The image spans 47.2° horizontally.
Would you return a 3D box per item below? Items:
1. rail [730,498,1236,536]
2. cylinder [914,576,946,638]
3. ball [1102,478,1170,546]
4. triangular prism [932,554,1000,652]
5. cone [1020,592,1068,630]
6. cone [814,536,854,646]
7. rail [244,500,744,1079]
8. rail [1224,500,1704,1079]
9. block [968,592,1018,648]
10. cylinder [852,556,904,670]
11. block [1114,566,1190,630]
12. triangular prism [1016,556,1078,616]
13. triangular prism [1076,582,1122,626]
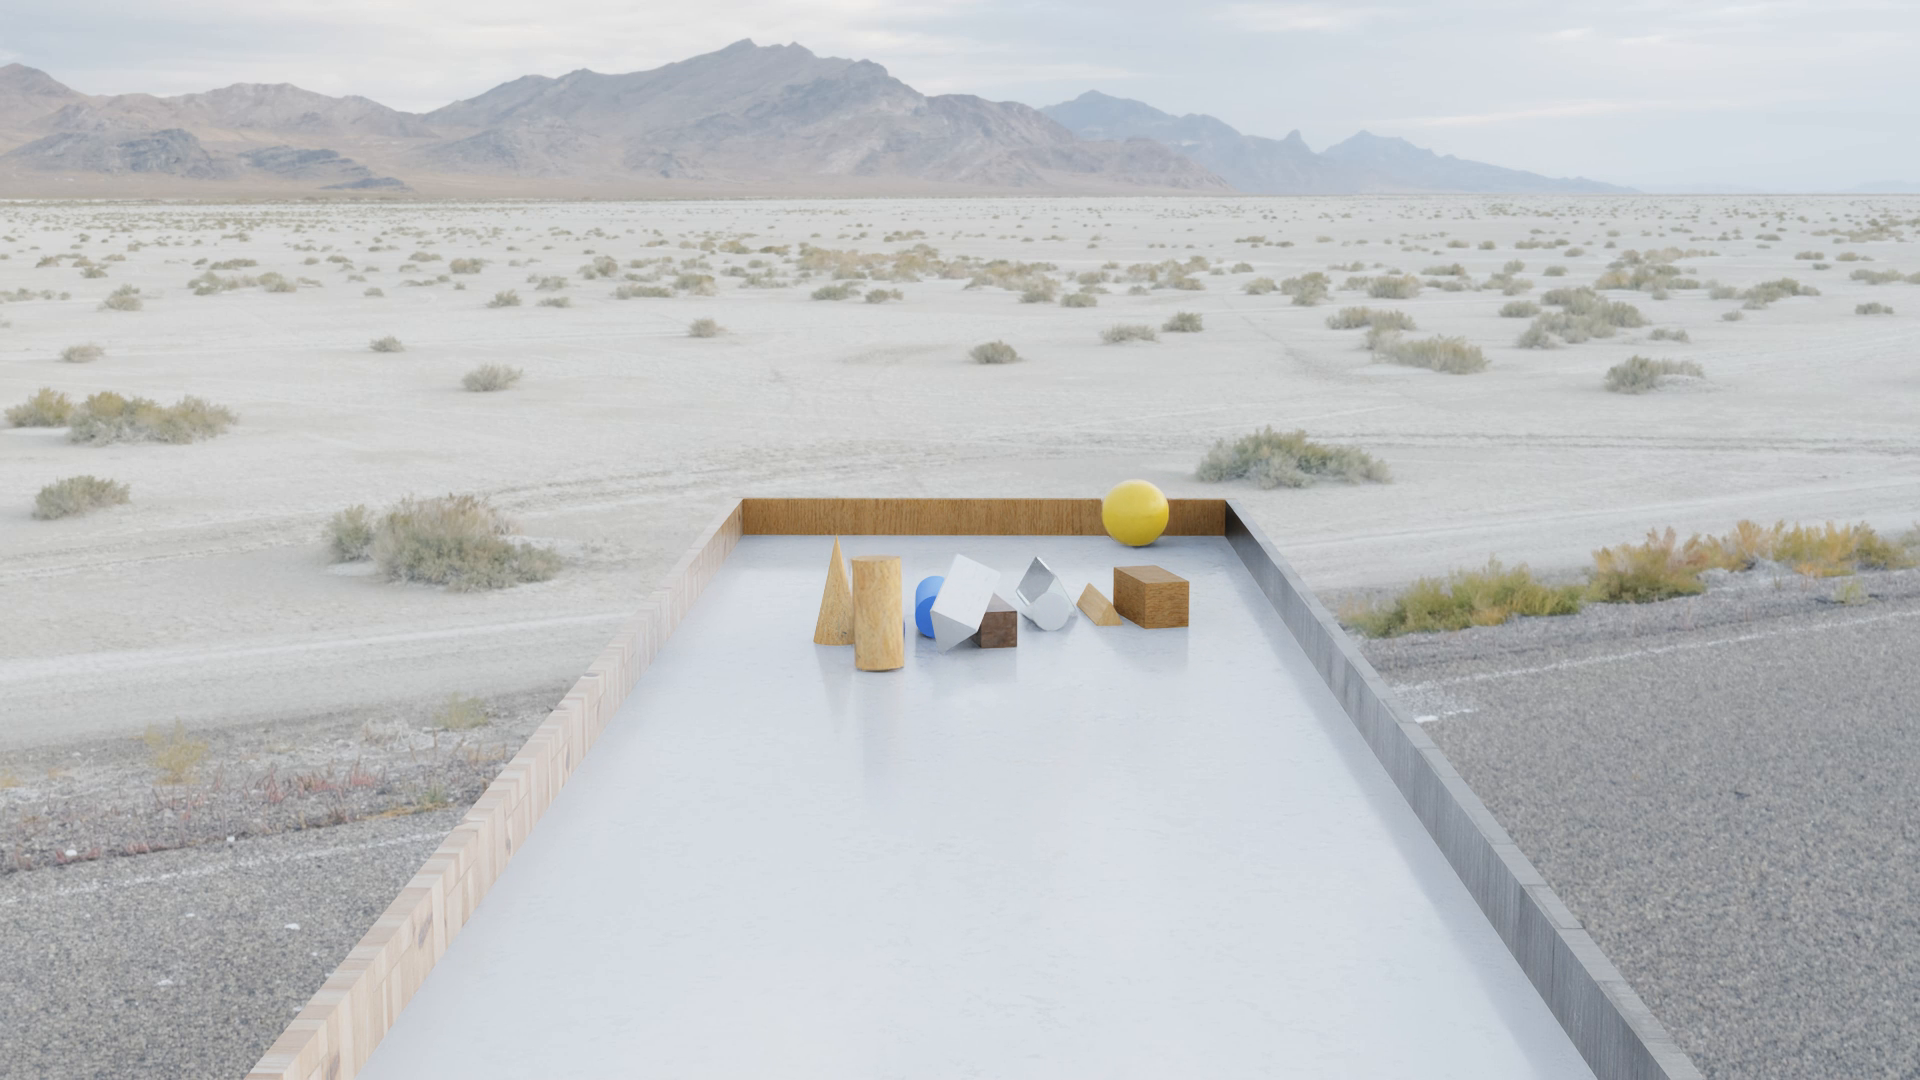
[{"bbox_3d":[0.099,-0.098,9.147,2.100,0.150,0.050,0,9,1],"label":"rail"},{"bbox_3d":[-0.079,0.216,7.206,0.137,0.137,0.375,0,9,-1],"label":"cylinder"},{"bbox_3d":[0.704,-0.111,8.844,0.272,0.272,0.272,0,9,0],"label":"ball"},{"bbox_3d":[-0.008,0.180,6.889,0.154,0.133,0.357,-33,17,27],"label":"triangular prism"},{"bbox_3d":[0.248,0.239,7.306,0.125,0.125,0.337,-3,-1,-16],"label":"cone"},{"bbox_3d":[-0.389,0.149,6.964,0.155,0.345,0.155,0,9,0],"label":"cone"},{"bbox_3d":[-1.004,0.839,3.234,0.050,0.150,12.000,0,9,1],"label":"rail"},{"bbox_3d":[1.046,0.843,3.208,0.050,0.150,12.000,0,9,1],"label":"rail"},{"bbox_3d":[0.085,0.252,7.047,0.116,0.116,0.364,-2,9,-12],"label":"block"},{"bbox_3d":[-0.245,0.216,6.582,0.148,0.325,0.148,-2,6,0],"label":"cylinder"},{"bbox_3d":[0.636,0.188,7.339,0.151,0.151,0.329,-2,9,-14],"label":"block"},{"bbox_3d":[0.297,0.155,7.587,0.152,0.131,0.432,-1,9,-7],"label":"triangular prism"},{"bbox_3d":[0.469,0.213,7.407,0.088,0.076,0.371,-1,9,-7],"label":"triangular prism"}]
